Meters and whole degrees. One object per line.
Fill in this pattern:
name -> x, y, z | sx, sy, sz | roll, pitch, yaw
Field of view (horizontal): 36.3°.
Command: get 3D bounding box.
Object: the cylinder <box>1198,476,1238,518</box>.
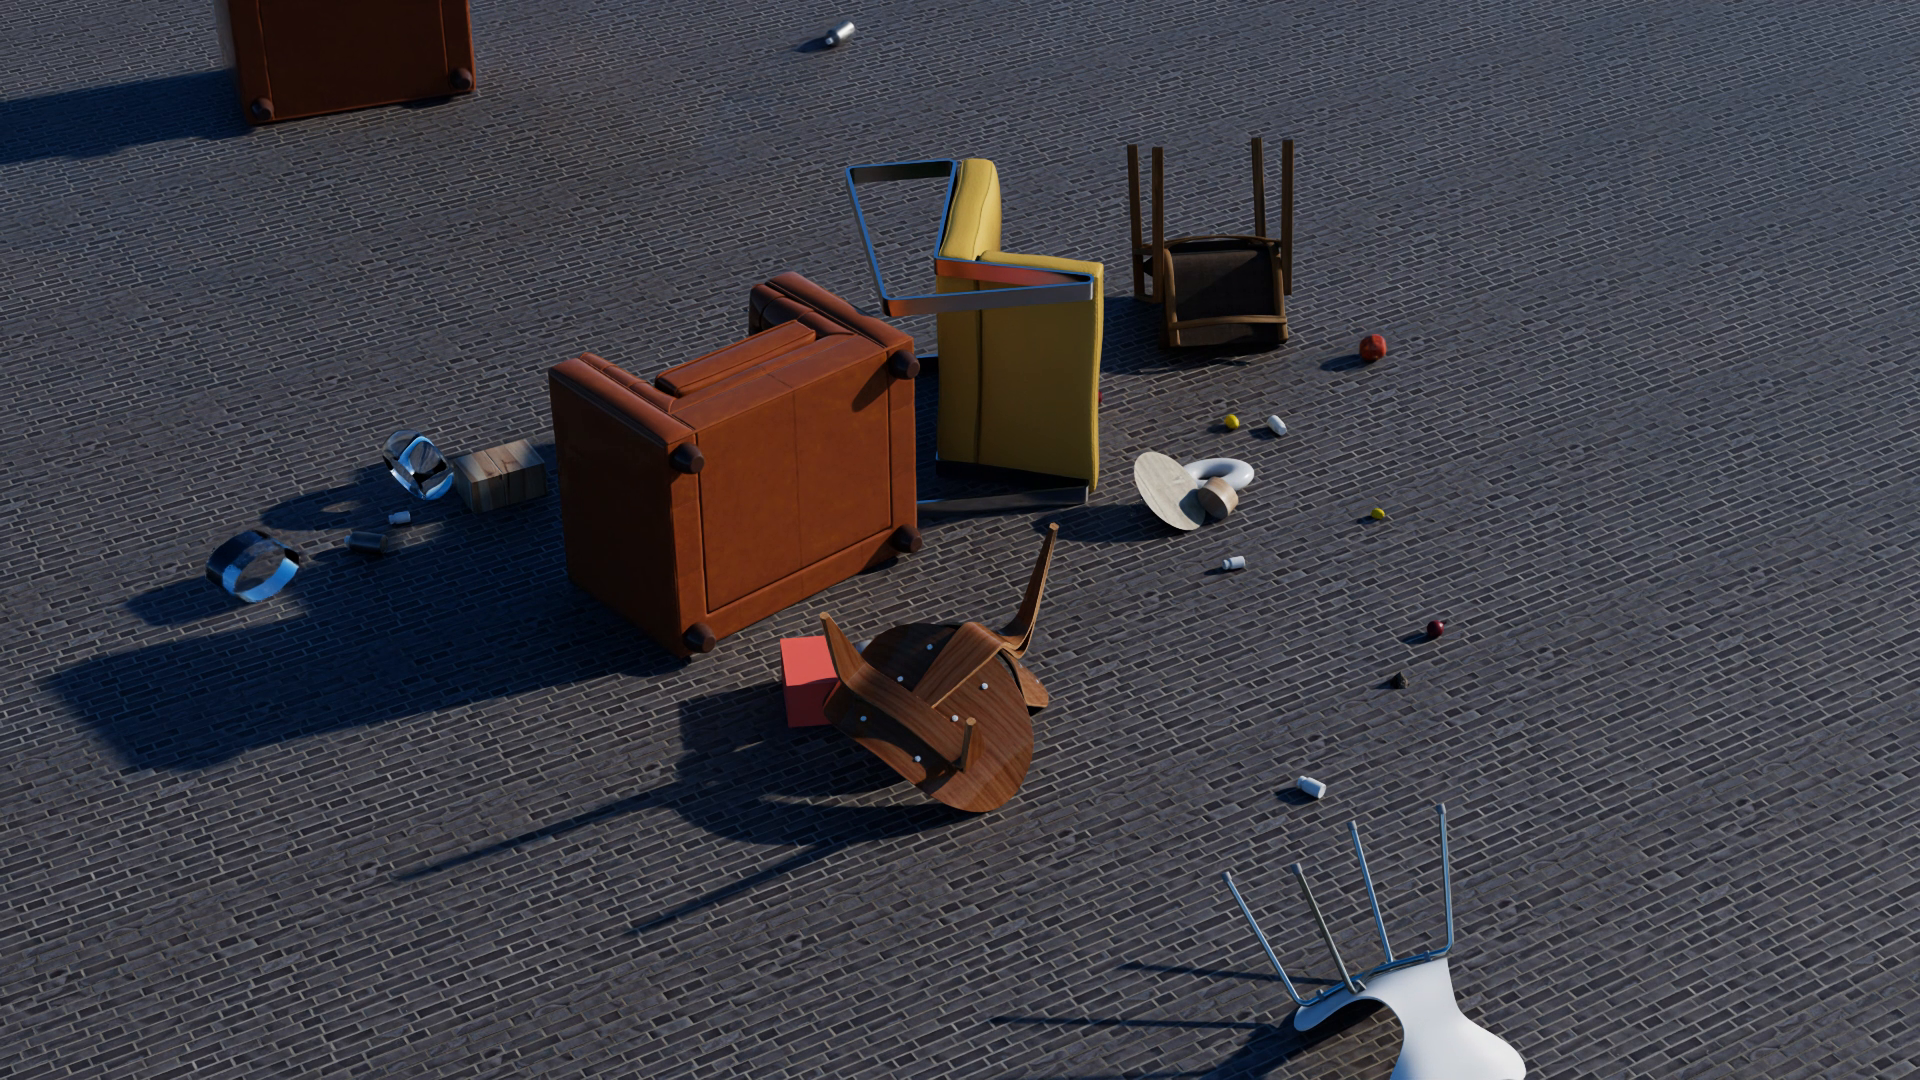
cylinder -> 0.975, -0.160, 11.082 | 0.147, 0.092, 0.094 | 47, 43, -1

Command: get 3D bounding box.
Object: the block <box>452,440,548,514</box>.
block -> -1.753, -0.242, 11.184 | 0.298, 0.141, 0.195 | -17, 37, -24

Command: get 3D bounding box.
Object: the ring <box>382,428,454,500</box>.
ring -> -2.062, -0.288, 11.150 | 0.314, 0.280, 0.145 | 38, 65, 21

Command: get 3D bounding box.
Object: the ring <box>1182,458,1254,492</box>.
ring -> 0.959, -0.235, 11.238 | 0.358, 0.072, 0.218 | -12, 35, -17

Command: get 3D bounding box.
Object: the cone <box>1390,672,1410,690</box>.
cone -> 1.527, 0.476, 10.177 | 0.067, 0.050, 0.076 | -4, 34, -6

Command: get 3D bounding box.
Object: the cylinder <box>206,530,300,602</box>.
cylinder -> -2.565, 0.095, 10.633 | 0.173, 0.185, 0.286 | 28, 45, 35

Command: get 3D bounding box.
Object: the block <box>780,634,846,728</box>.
block -> -0.503, 0.483, 10.052 | 0.199, 0.176, 0.276 | -4, 34, -6

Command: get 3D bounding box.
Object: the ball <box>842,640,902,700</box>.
ball -> -0.302, 0.447, 10.075 | 0.210, 0.210, 0.210 | 0, 33, 0

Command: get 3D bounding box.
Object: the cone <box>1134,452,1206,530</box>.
cone -> 0.761, -0.154, 11.087 | 0.297, 0.121, 0.353 | -17, 69, -42
